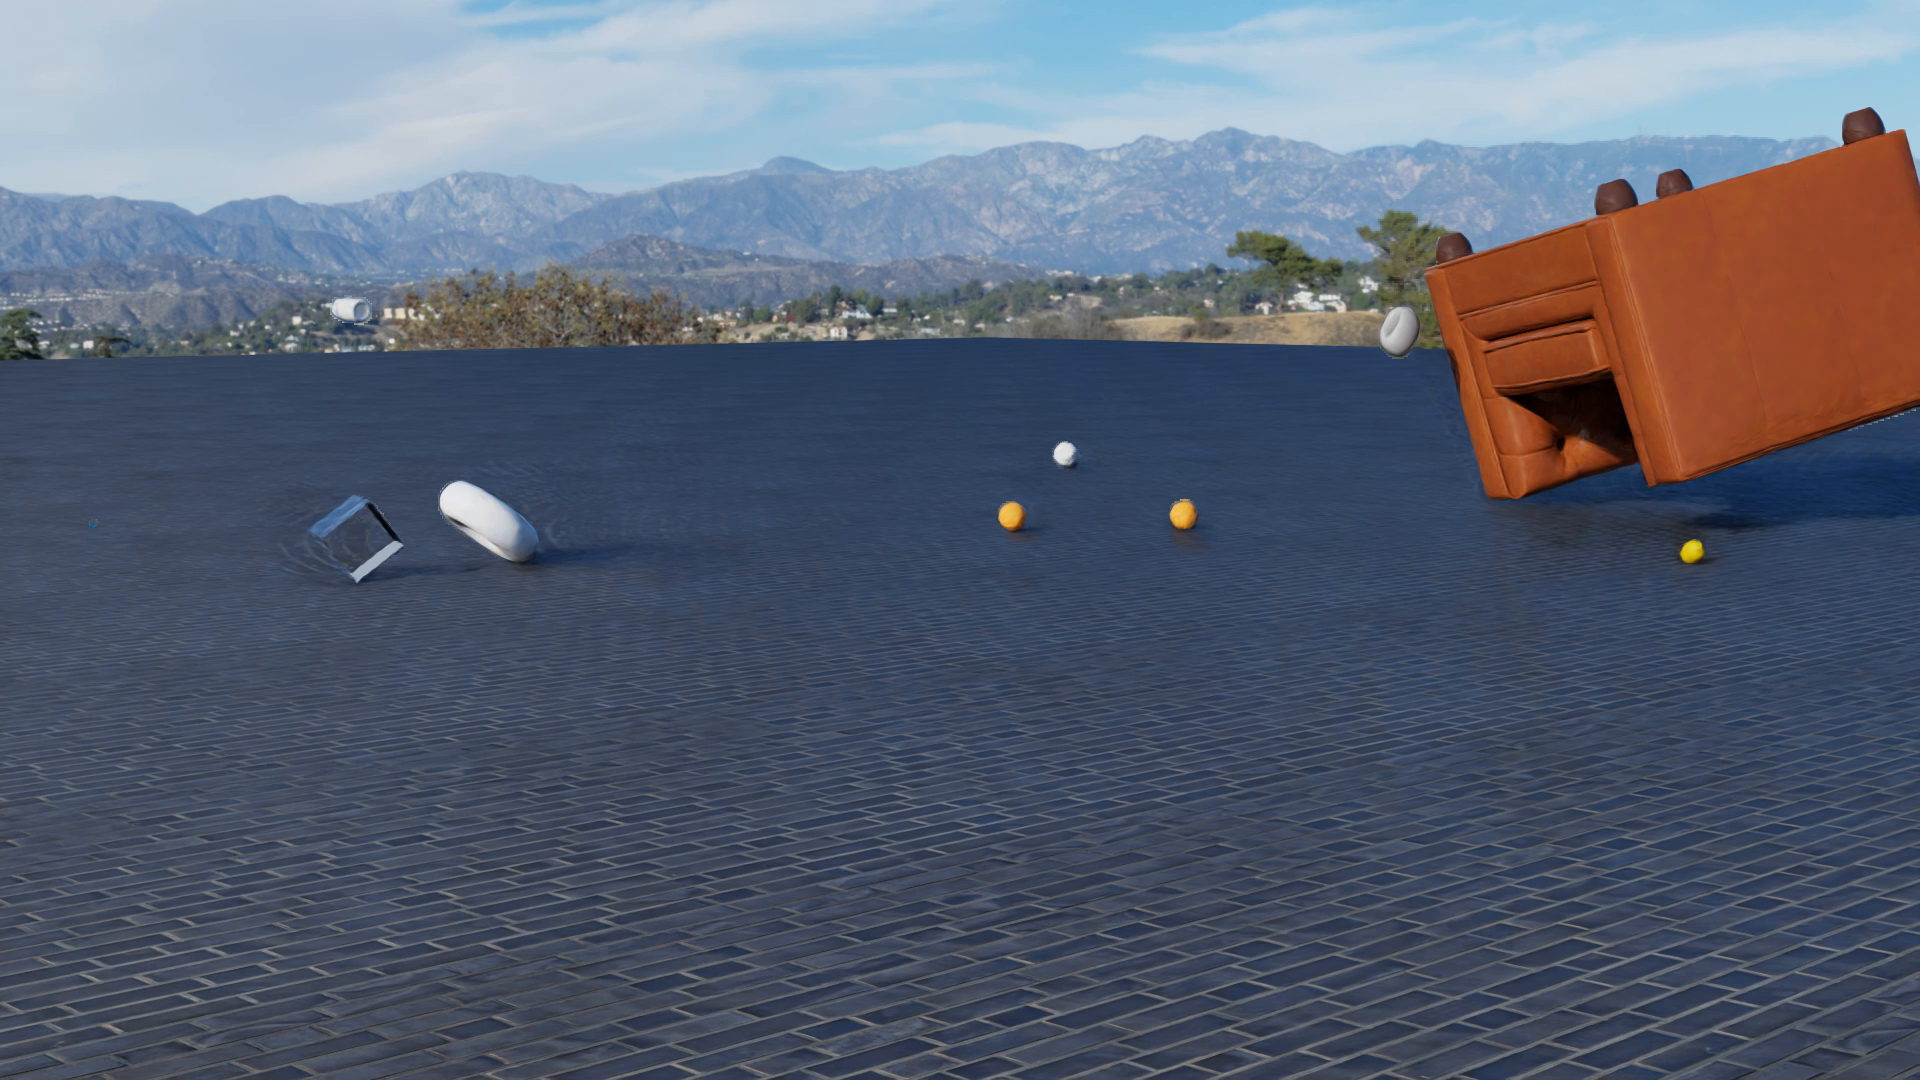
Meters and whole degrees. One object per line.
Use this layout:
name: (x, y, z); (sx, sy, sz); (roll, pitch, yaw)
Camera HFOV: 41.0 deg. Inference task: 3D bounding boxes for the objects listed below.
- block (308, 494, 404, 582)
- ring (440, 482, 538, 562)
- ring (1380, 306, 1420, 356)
block: (-1.313, -0.005, 5.575); (0.128, 0.122, 0.141); (-40, 23, -17)
ring: (-1.078, -0.041, 5.877); (0.253, 0.090, 0.231); (38, -13, -21)
ring: (1.232, -0.585, 7.184); (0.078, 0.150, 0.094); (36, -26, -27)
